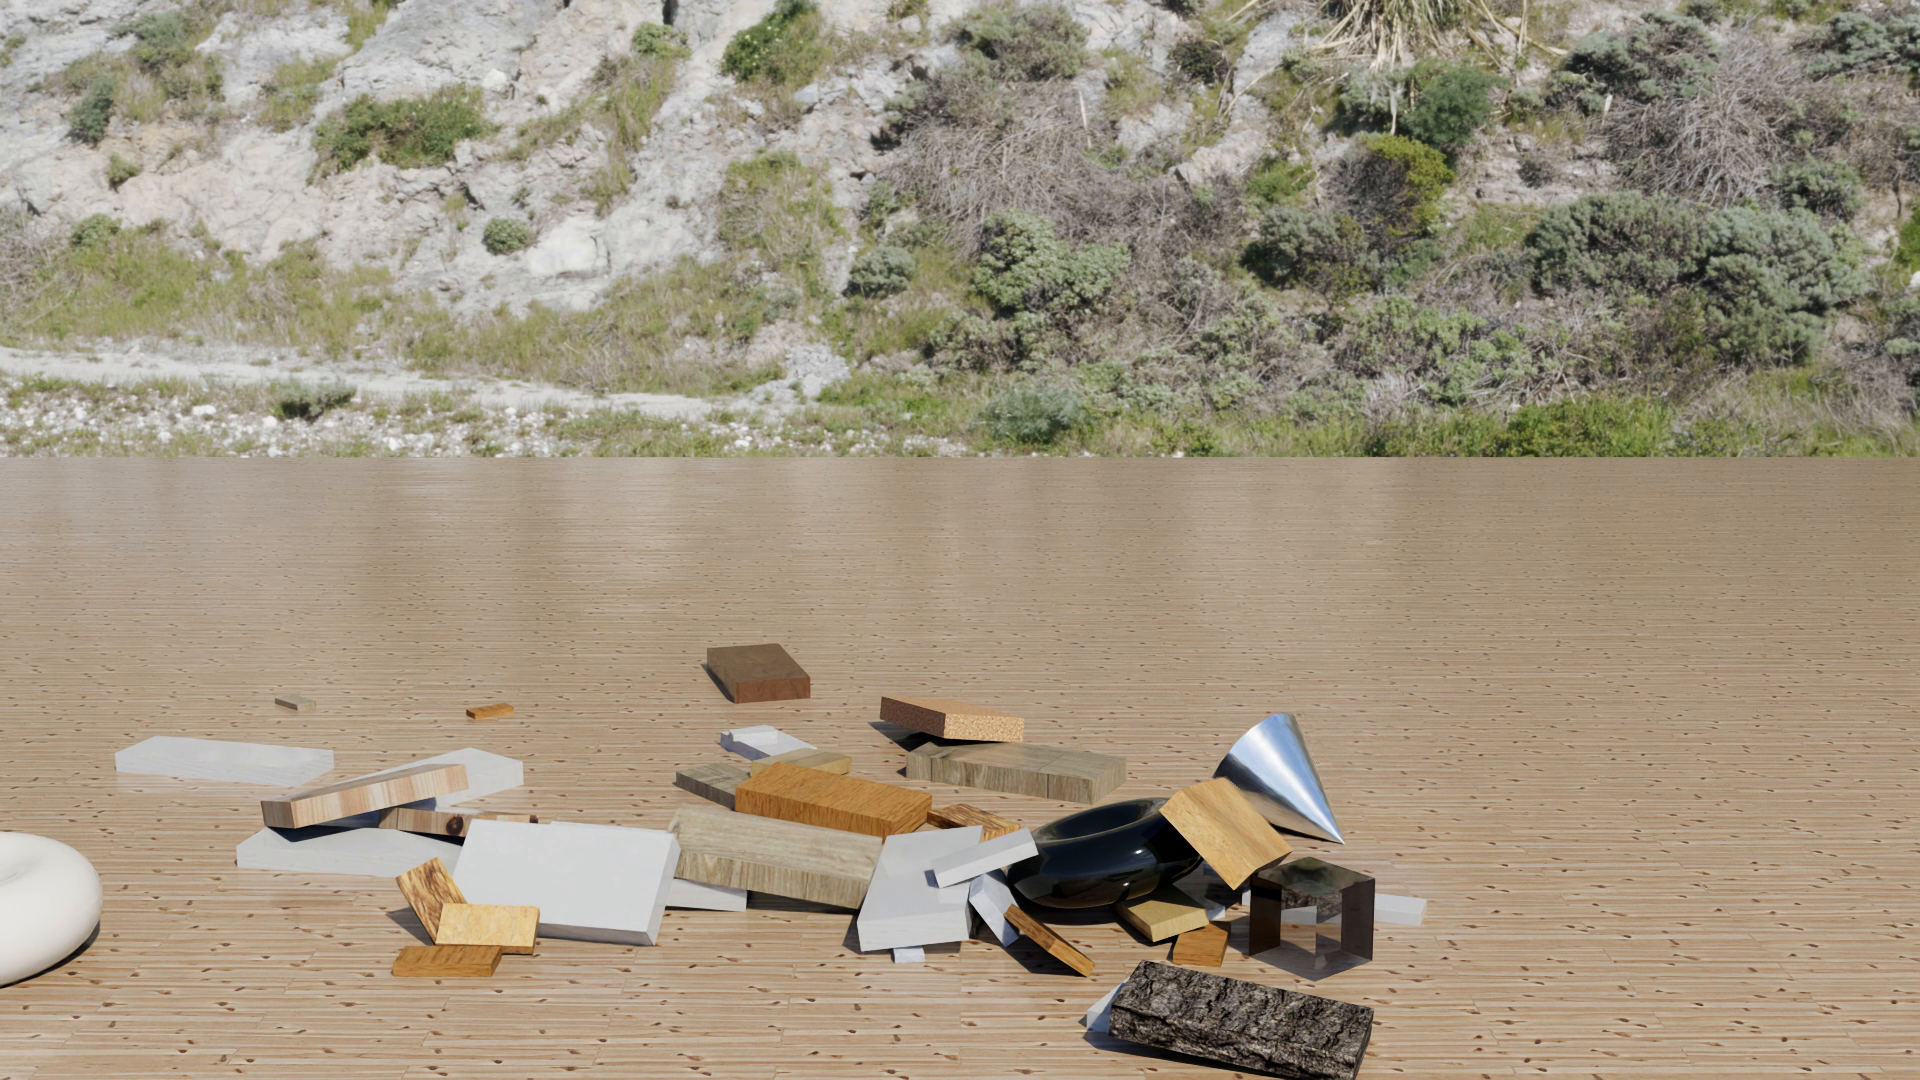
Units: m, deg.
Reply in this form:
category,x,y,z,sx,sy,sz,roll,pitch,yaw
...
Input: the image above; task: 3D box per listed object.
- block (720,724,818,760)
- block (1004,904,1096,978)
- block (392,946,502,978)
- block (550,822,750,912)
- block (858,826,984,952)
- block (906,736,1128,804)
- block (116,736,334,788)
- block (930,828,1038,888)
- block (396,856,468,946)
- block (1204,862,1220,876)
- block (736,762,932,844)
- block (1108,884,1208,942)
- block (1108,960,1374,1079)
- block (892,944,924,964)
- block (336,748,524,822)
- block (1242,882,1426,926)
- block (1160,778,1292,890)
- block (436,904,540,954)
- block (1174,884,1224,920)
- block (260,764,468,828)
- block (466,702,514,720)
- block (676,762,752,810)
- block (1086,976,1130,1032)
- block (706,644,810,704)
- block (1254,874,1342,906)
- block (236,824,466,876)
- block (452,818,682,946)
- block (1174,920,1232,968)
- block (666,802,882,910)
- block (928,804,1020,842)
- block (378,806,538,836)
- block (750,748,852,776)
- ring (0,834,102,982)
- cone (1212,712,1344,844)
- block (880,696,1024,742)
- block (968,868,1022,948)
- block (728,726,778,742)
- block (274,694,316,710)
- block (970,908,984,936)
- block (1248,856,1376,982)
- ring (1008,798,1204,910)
category,x,y,z,sx,sy,sz,roll,pitch,yaw
block,-0.391,0.422,4.490,0.106,0.030,0.211,-7,13,-34
block,0.136,0.611,3.365,0.083,0.023,0.166,36,-5,-24
block,-0.778,0.640,3.341,0.148,0.021,0.074,0,11,0
block,-0.520,0.541,3.651,0.346,0.049,0.173,5,18,-2
block,-0.057,0.563,3.596,0.167,0.047,0.450,-7,9,5
block,0.110,0.446,4.310,0.397,0.049,0.172,5,12,26
block,-1.463,0.439,4.376,0.406,0.038,0.134,3,11,15
block,0.039,0.509,3.529,0.166,0.023,0.083,-19,9,-3
block,-0.823,0.571,3.463,0.074,0.021,0.148,-26,52,-23
block,0.477,0.558,3.700,0.126,0.018,0.063,4,-1,16
block,-0.232,0.482,4.041,0.322,0.046,0.161,9,15,22
block,0.314,0.587,3.517,0.096,0.027,0.192,-15,12,-15
block,0.390,0.666,3.039,0.335,0.047,0.167,9,14,17
block,-0.083,0.632,3.407,0.045,0.013,0.091,-1,10,-7
block,-1.014,0.467,4.206,0.161,0.046,0.322,8,13,38
block,0.612,0.592,3.599,0.290,0.021,0.073,4,11,20
block,0.433,0.469,3.544,0.167,0.047,0.335,47,12,15
block,-0.731,0.602,3.406,0.148,0.021,0.074,2,46,-2
block,0.367,0.595,3.592,0.063,0.018,0.126,-7,13,-34
block,-1.063,0.456,3.934,0.322,0.046,0.161,-10,2,-36
block,-1.025,0.373,4.800,0.092,0.013,0.046,-8,13,-36
block,-0.442,0.473,4.219,0.106,0.030,0.211,-9,14,-39
block,0.268,0.668,3.175,0.096,0.027,0.192,6,12,28
block,-0.467,0.305,5.068,0.172,0.049,0.345,-3,11,-16
block,0.554,0.573,3.599,0.126,0.018,0.063,-3,11,-18
block,-0.910,0.545,3.805,0.664,0.038,0.135,2,11,10
block,-0.634,0.543,3.501,0.346,0.049,0.173,2,53,13
block,0.377,0.626,3.420,0.073,0.021,0.146,2,11,13
block,-0.312,0.520,3.626,0.346,0.049,0.173,10,18,3
block,0.025,0.517,3.999,0.083,0.023,0.166,-8,13,-37
block,-0.887,0.497,3.885,0.269,0.038,0.135,-1,-6,38
block,-0.308,0.442,4.295,0.106,0.030,0.211,9,6,25
ring,-1.552,0.571,3.377,0.443,0.148,0.443,0,12,0
cone,0.612,0.478,3.984,0.235,0.235,0.235,-10,42,-44
block,-0.020,0.368,4.534,0.172,0.049,0.345,5,0,-24
block,0.057,0.572,3.513,0.027,0.096,0.192,-36,7,8
block,-0.424,0.397,4.509,0.092,0.013,0.046,-3,11,-18
block,-1.473,0.360,4.872,0.092,0.013,0.046,9,14,41
block,0.014,0.610,3.526,0.045,0.013,0.091,3,11,14
block,0.539,0.578,3.368,0.133,0.133,0.133,-9,14,-39
ring,0.243,0.513,3.609,0.343,0.114,0.343,-15,3,1
